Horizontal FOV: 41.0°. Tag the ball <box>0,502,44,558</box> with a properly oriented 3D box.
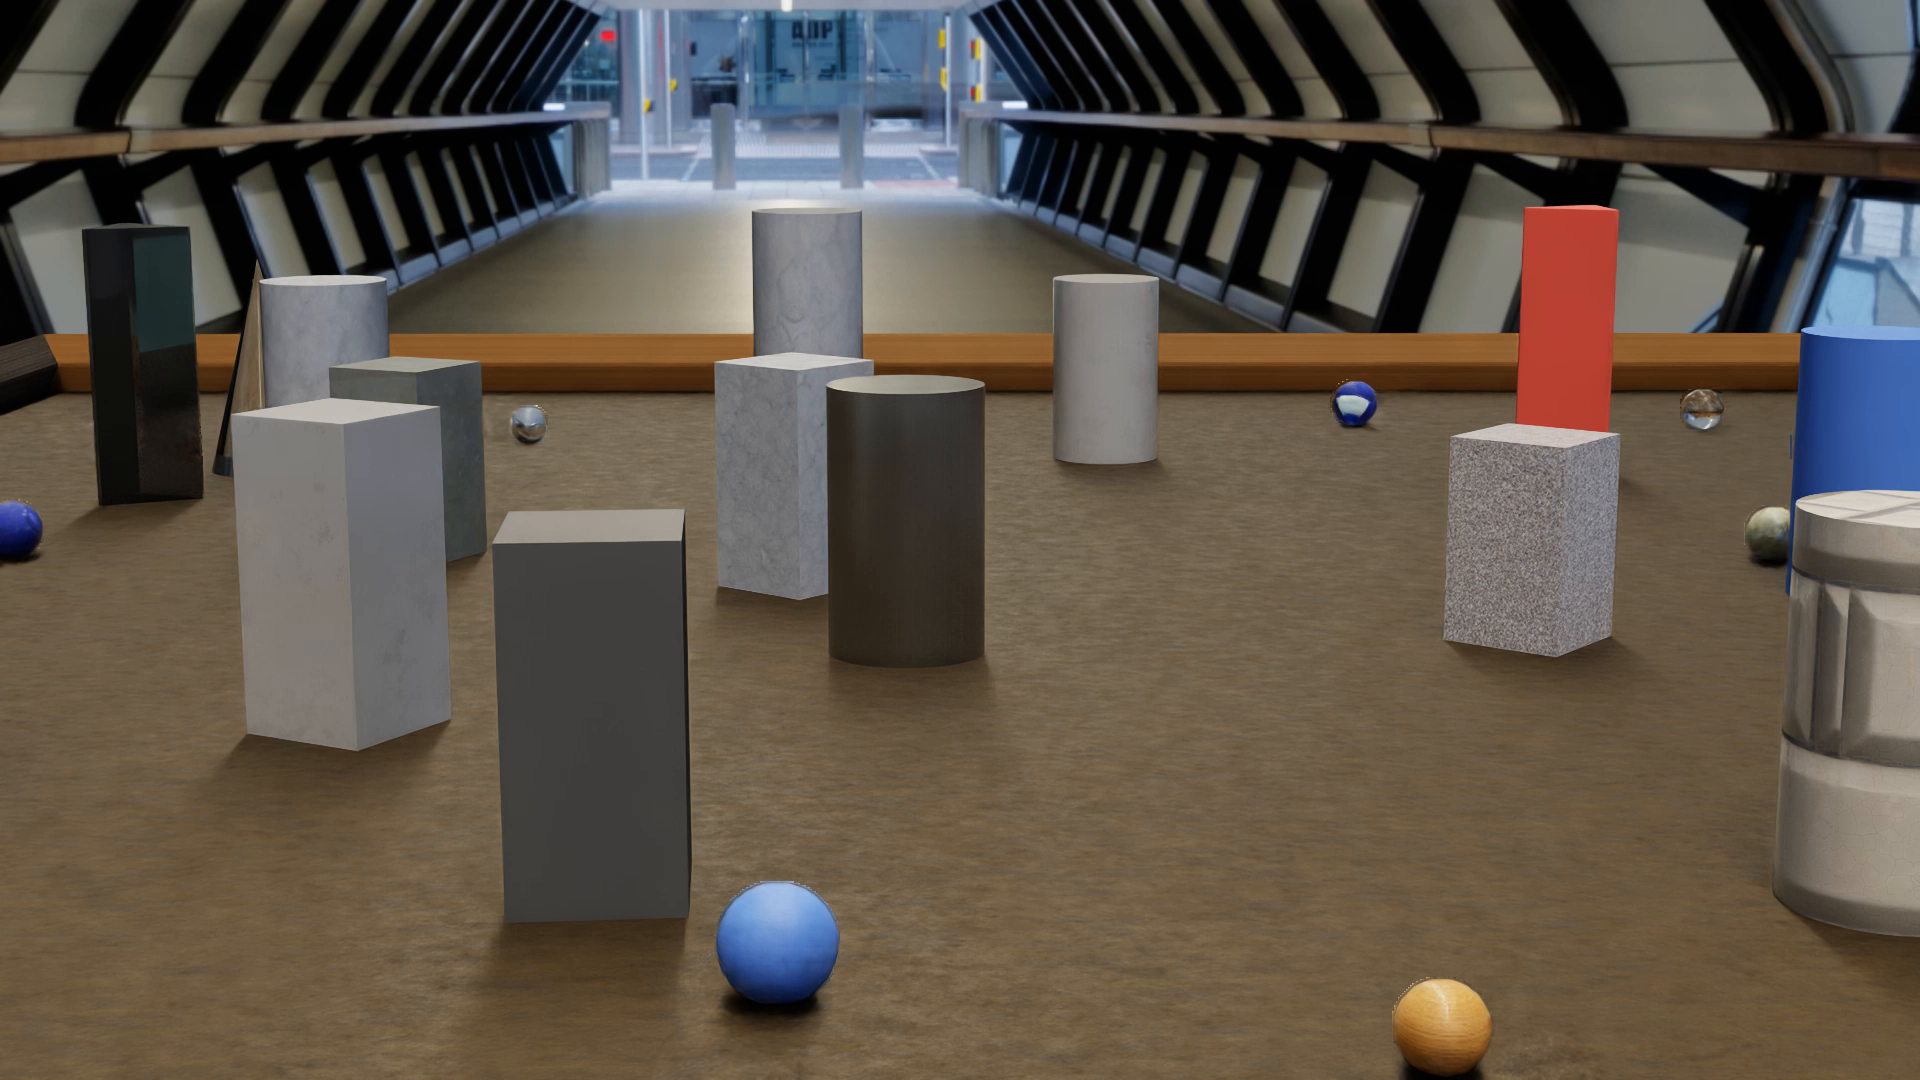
[{"bbox_3d":[-1.415,-0.015,3.834,0.084,0.084,0.084,0,10,0],"label":"ball"}]

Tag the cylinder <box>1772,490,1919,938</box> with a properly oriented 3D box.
[{"bbox_3d":[0.820,0.146,2.234,0.197,0.351,0.197,0,10,0],"label":"cylinder"}]

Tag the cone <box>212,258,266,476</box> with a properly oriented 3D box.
[{"bbox_3d":[-1.263,-0.318,4.646,0.197,0.384,0.197,0,10,0],"label":"cone"}]

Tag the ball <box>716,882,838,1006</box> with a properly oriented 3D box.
[{"bbox_3d":[-0.143,0.317,2.012,0.096,0.096,0.096,0,10,0],"label":"ball"}]

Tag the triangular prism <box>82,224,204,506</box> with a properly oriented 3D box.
[{"bbox_3d":[-1.395,-0.303,4.355,0.170,0.460,0.148,-5,12,-25],"label":"triangular prism"}]

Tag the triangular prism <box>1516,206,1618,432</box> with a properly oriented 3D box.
[{"bbox_3d":[1.132,-0.375,4.712,0.170,0.471,0.148,6,12,29],"label":"triangular prism"}]

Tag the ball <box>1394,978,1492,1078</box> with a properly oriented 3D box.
[{"bbox_3d":[0.352,0.356,1.871,0.071,0.071,0.071,0,10,0],"label":"ball"}]

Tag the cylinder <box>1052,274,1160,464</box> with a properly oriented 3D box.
[{"bbox_3d":[0.272,-0.322,4.803,0.197,0.335,0.197,0,10,0],"label":"cylinder"}]

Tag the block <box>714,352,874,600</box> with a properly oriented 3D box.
[{"bbox_3d":[-0.232,-0.094,3.617,0.157,0.318,0.157,8,13,38],"label":"block"}]

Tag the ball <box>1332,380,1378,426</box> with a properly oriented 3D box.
[{"bbox_3d":[0.808,-0.280,5.243,0.091,0.091,0.091,0,10,0],"label":"ball"}]

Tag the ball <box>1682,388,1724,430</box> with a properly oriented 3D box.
[{"bbox_3d":[1.502,-0.265,5.186,0.083,0.083,0.083,0,10,0],"label":"ball"}]

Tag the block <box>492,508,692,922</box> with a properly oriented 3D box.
[{"bbox_3d":[-0.320,0.151,2.260,0.157,0.332,0.157,-1,11,-5],"label":"block"}]

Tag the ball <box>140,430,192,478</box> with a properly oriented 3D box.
[{"bbox_3d":[-1.417,-0.154,4.578,0.086,0.086,0.086,0,10,0],"label":"ball"}]

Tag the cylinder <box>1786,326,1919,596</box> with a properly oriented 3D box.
[{"bbox_3d":[1.250,-0.103,3.532,0.197,0.367,0.197,0,10,0],"label":"cylinder"}]

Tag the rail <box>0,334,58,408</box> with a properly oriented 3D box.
[{"bbox_3d":[-2.027,0.035,3.437,0.045,0.128,4.774,0,10,0],"label":"rail"}]

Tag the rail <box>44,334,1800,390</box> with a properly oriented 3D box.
[{"bbox_3d":[-0.014,-0.398,5.773,4.102,0.128,0.045,0,10,0],"label":"rail"}]

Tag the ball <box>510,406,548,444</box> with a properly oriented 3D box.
[{"bbox_3d":[-0.839,-0.223,4.988,0.072,0.072,0.072,0,10,0],"label":"ball"}]

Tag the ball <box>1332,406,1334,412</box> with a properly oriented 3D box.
[{"bbox_3d":[0.801,-0.281,5.386,0.042,0.042,0.042,0,10,0],"label":"ball"}]

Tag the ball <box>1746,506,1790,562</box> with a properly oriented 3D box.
[{"bbox_3d":[1.209,-0.009,3.807,0.081,0.081,0.081,0,10,0],"label":"ball"}]

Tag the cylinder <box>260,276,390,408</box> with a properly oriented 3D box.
[{"bbox_3d":[-1.011,-0.221,4.108,0.197,0.389,0.197,0,10,0],"label":"cylinder"}]

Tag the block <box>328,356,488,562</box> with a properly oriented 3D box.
[{"bbox_3d":[-0.822,-0.119,3.831,0.157,0.289,0.157,5,12,25],"label":"block"}]

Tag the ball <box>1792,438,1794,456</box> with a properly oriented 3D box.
[{"bbox_3d":[1.548,-0.167,4.620,0.097,0.097,0.097,0,10,0],"label":"ball"}]

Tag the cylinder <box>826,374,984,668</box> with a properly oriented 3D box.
[{"bbox_3d":[-0.067,-0.027,3.201,0.197,0.337,0.197,0,10,0],"label":"cylinder"}]

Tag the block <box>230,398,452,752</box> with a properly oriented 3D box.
[{"bbox_3d":[-0.680,0.033,2.831,0.157,0.355,0.157,6,12,28],"label":"block"}]

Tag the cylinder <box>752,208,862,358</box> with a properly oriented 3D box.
[{"bbox_3d":[-0.274,-0.359,4.630,0.197,0.469,0.197,0,10,0],"label":"cylinder"}]

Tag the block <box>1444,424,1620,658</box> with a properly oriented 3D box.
[{"bbox_3d":[0.731,-0.004,3.279,0.157,0.263,0.157,8,13,38],"label":"block"}]
